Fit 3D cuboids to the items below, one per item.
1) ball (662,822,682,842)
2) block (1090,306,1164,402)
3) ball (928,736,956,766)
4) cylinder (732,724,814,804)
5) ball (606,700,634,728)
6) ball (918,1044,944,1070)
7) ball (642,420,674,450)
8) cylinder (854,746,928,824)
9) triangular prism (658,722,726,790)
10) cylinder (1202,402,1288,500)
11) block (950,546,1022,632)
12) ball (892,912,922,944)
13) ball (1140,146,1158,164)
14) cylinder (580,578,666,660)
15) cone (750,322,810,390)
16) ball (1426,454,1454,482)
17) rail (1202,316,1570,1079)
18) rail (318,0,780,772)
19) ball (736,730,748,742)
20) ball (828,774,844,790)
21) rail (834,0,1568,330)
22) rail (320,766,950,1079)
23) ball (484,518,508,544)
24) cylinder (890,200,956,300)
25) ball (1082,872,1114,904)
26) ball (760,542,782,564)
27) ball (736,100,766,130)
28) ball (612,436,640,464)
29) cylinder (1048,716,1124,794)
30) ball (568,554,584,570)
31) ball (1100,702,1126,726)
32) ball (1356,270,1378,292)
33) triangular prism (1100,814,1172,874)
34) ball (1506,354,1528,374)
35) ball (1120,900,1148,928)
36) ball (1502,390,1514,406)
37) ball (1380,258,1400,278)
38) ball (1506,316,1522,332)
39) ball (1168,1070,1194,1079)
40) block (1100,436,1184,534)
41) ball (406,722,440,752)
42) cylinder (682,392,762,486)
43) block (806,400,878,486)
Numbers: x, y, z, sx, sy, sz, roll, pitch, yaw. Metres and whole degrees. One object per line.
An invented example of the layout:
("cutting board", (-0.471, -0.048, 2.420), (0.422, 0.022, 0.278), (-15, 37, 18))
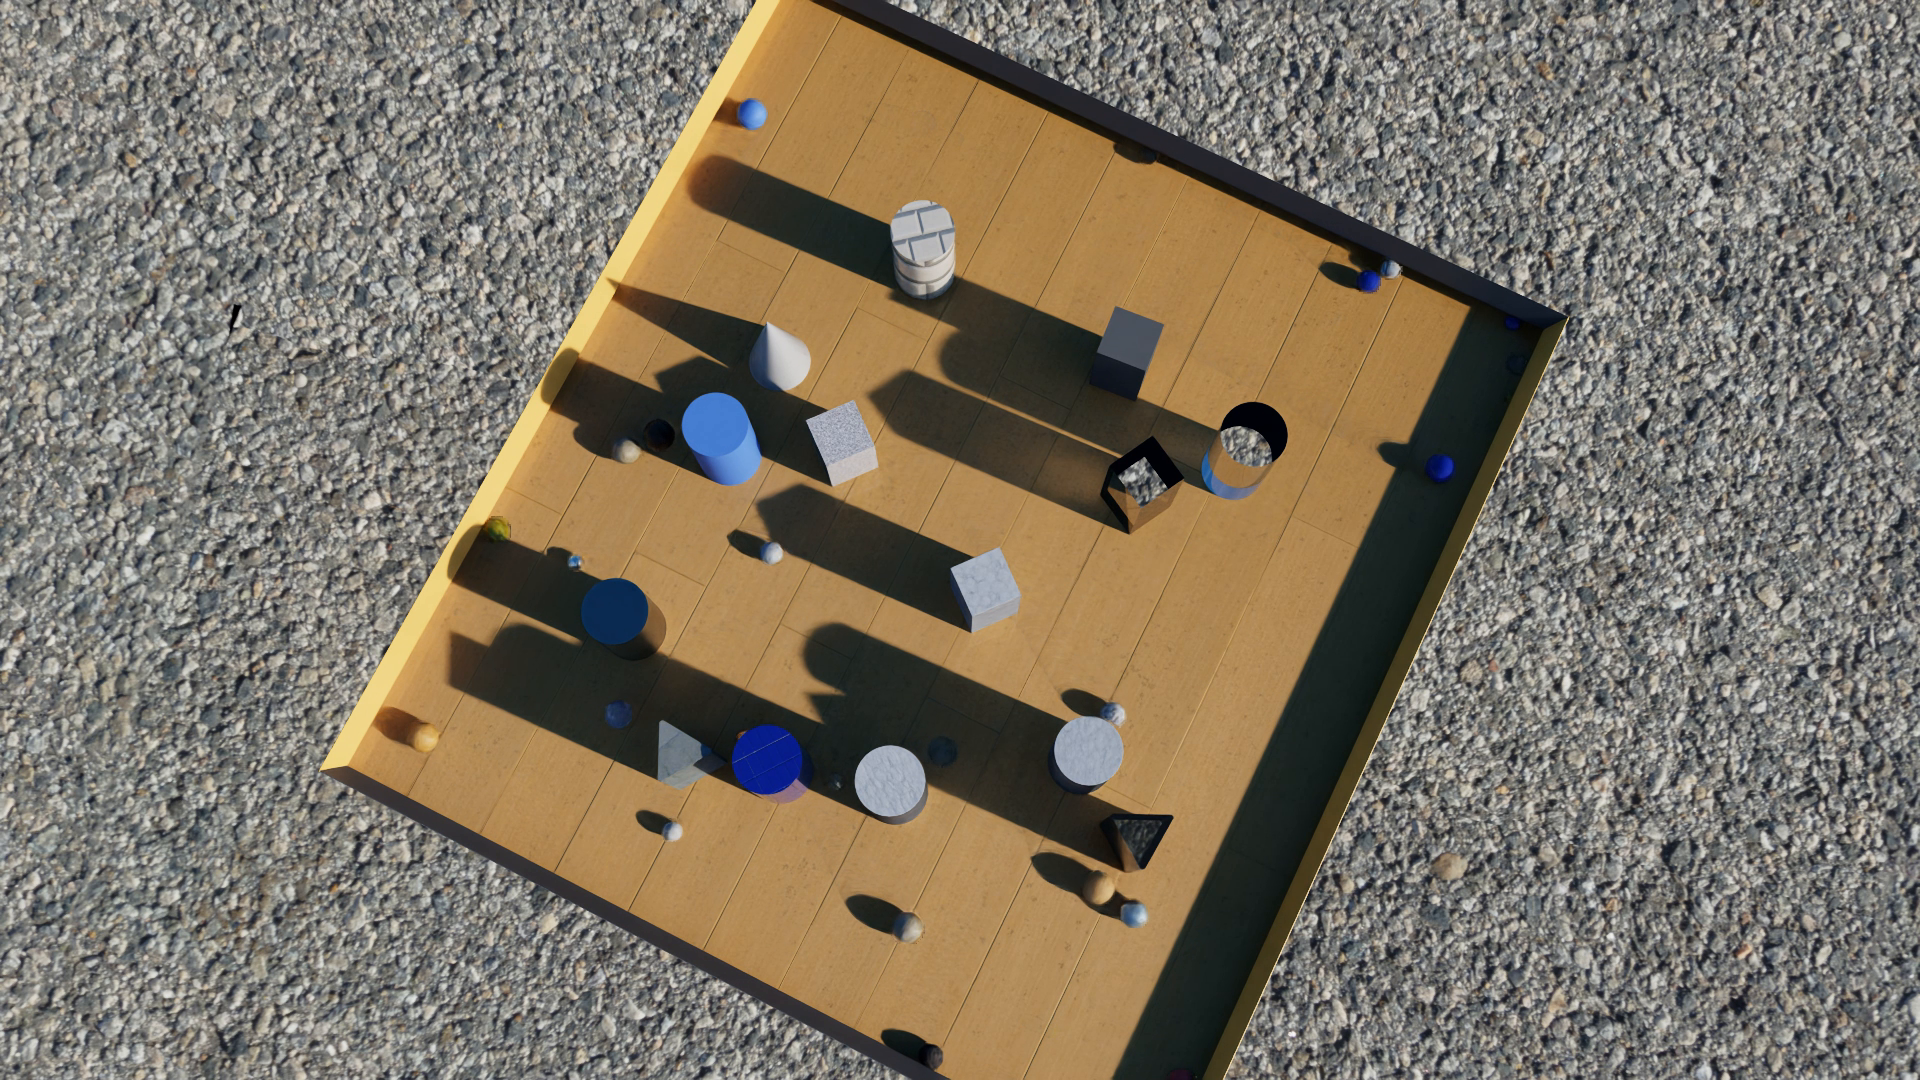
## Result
("ball", (-0.848, 0.860, 5.409), (0.058, 0.058, 0.058), (0, 78, 0))
("block", (0.503, -0.562, 5.566), (0.155, 0.326, 0.155), (22, 79, 4))
("ball", (-0.054, 0.627, 5.443), (0.086, 0.086, 0.086), (0, 78, 0))
("cylinder", (-0.534, 0.649, 5.271), (0.193, 0.413, 0.193), (0, 78, 0))
("ball", (-1.016, 0.520, 5.468), (0.081, 0.081, 0.081), (0, 78, 0))
("ball", (-0.083, 1.487, 5.272), (0.073, 0.073, 0.073), (0, 78, 0))
("ball", (-0.926, -0.323, 5.634), (0.097, 0.097, 0.097), (0, 78, 0))
("cylinder", (-0.192, 0.705, 5.235), (0.193, 0.461, 0.193), (0, 78, 0))
("triangular prism", (-0.803, 0.605, 5.306), (0.167, 0.364, 0.145), (-29, 80, -6))
("cylinder", (0.842, -0.260, 5.455), (0.193, 0.421, 0.193), (0, 78, 0))
("block", (0.074, 0.151, 5.426), (0.155, 0.313, 0.155), (-23, 79, -5))
("ball", (-0.153, 1.129, 5.337), (0.089, 0.089, 0.089), (0, 78, 0))
("ball", (0.601, -1.226, 5.842), (0.055, 0.055, 0.055), (0, 78, 0))
("cylinder", (-0.987, 0.237, 5.398), (0.193, 0.331, 0.193), (0, 78, 0))
("cone", (-0.564, -0.599, 5.541), (0.193, 0.390, 0.193), (0, 78, 0))
("ball", (1.471, -0.221, 5.618), (0.087, 0.087, 0.087), (0, 78, 0))
("rail", (1.199, 0.594, 5.428), (0.045, 0.126, 2.917), (26, 80, 5))
("rail", (-1.199, -0.581, 5.672), (0.045, 0.126, 2.917), (26, 80, 5))
("ball", (-0.641, 0.595, 5.464), (0.058, 0.058, 0.058), (0, 78, 0))
("ball", (-0.369, 0.718, 5.443), (0.049, 0.049, 0.049), (0, 78, 0))
("rail", (0.642, -1.250, 5.810), (2.729, 0.126, 0.045), (26, 80, 5))
("rail", (-0.642, 1.263, 5.290), (2.729, 0.126, 0.045), (26, 80, 5))
("ball", (-1.413, -0.027, 5.583), (0.076, 0.076, 0.076), (0, 78, 0))
("cylinder", (-0.111, -0.886, 5.624), (0.193, 0.344, 0.193), (0, 78, 0))
("ball", (0.405, 1.016, 5.358), (0.095, 0.095, 0.095), (0, 78, 0))
("ball", (-0.574, 0.039, 5.573), (0.070, 0.070, 0.070), (0, 78, 0))
("ball", (-0.666, -1.357, 5.849), (0.094, 0.094, 0.094), (0, 78, 0))
("ball", (-1.026, -0.275, 5.629), (0.087, 0.087, 0.087), (0, 78, 0))
("cylinder", (0.359, 0.625, 5.292), (0.193, 0.382, 0.193), (0, 78, 0))
("ball", (-1.169, 0.067, 5.578), (0.048, 0.048, 0.048), (0, 78, 0))
("ball", (0.455, 0.520, 5.471), (0.075, 0.075, 0.075), (0, 78, 0))
("ball", (1.278, -0.813, 5.750), (0.069, 0.069, 0.069), (0, 78, 0))
("triangular prism", (0.477, 0.832, 5.214), (0.145, 0.452, 0.167), (31, 80, 6))
("ball", (1.732, -0.547, 5.697), (0.064, 0.064, 0.064), (0, 78, 0))
("ball", (0.507, 1.089, 5.350), (0.080, 0.080, 0.080), (0, 78, 0))
("ball", (1.703, -0.441, 5.685), (0.045, 0.045, 0.045), (0, 78, 0))
("ball", (1.353, -0.853, 5.762), (0.060, 0.060, 0.060), (0, 78, 0))
("ball", (1.732, -0.678, 5.732), (0.049, 0.049, 0.049), (0, 78, 0))
("ball", (0.634, 1.559, 5.254), (0.078, 0.078, 0.078), (0, 78, 0))
("block", (0.539, -0.159, 5.458), (0.155, 0.374, 0.155), (-34, 80, -7))
("ball", (-1.597, 0.586, 5.448), (0.092, 0.092, 0.092), (0, 78, 0))
("cylinder", (-0.711, -0.299, 5.494), (0.193, 0.360, 0.193), (0, 78, 0))
("block", (-0.354, -0.290, 5.544), (0.155, 0.259, 0.155), (-24, 79, -5))
